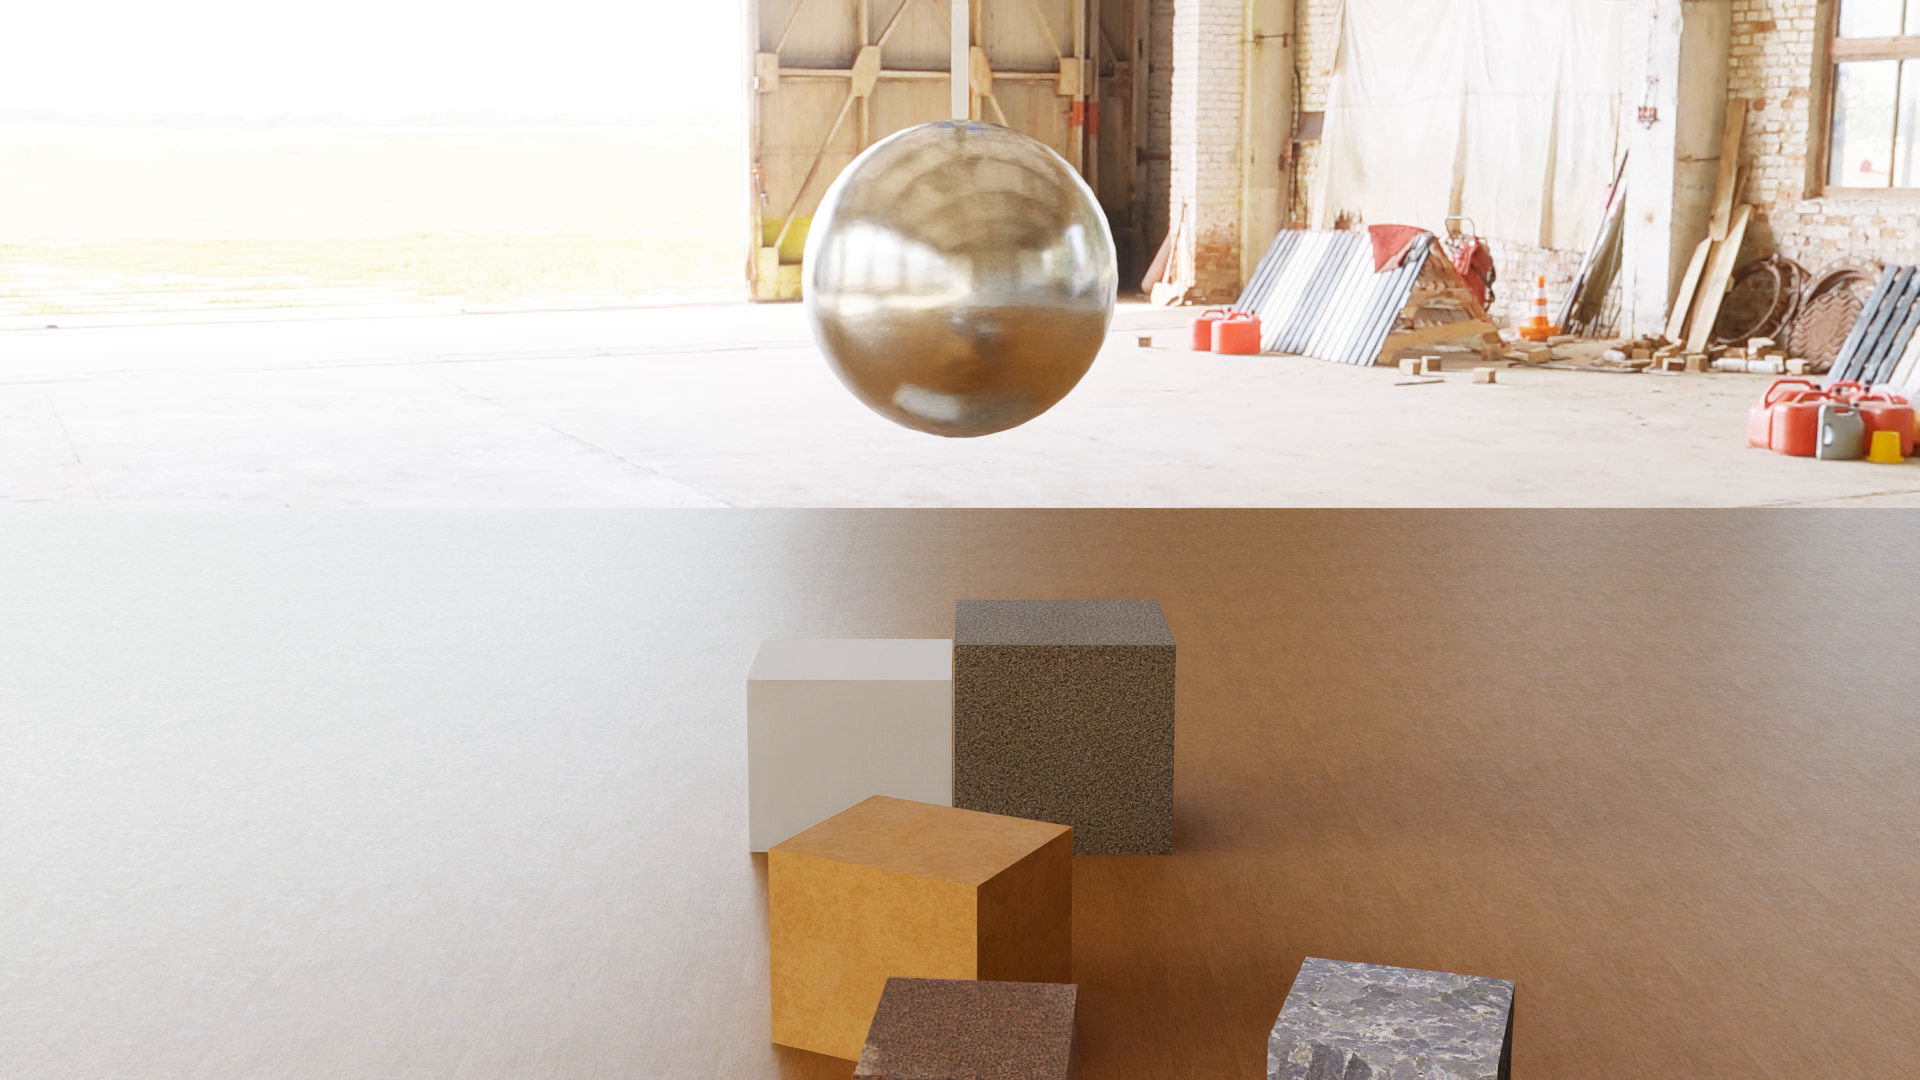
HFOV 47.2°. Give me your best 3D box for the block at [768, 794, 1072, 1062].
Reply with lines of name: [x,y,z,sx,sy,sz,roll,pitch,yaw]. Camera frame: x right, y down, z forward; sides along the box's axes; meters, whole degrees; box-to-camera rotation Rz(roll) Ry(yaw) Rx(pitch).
block: [-0.146,1.564,8.742,0.917,0.794,0.818,6,12,28]

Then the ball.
ball: [0.000,-1.317,11.130,1.600,1.600,1.600,0,10,0]

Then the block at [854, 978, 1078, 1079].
block: [0.036,1.906,7.086,0.642,0.714,0.791,1,10,6]

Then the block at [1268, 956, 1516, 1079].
block: [1.435,1.880,7.304,0.713,0.687,0.744,3,11,18]

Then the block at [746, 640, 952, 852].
block: [-0.546,1.044,11.352,1.012,0.885,0.895,0,10,0]

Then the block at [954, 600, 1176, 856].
block: [0.517,0.945,11.375,1.083,1.071,1.074,0,10,0]

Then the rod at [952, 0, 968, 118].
rod: [0.000,-4.642,10.418,0.080,5.200,0.080,0,12,0]
